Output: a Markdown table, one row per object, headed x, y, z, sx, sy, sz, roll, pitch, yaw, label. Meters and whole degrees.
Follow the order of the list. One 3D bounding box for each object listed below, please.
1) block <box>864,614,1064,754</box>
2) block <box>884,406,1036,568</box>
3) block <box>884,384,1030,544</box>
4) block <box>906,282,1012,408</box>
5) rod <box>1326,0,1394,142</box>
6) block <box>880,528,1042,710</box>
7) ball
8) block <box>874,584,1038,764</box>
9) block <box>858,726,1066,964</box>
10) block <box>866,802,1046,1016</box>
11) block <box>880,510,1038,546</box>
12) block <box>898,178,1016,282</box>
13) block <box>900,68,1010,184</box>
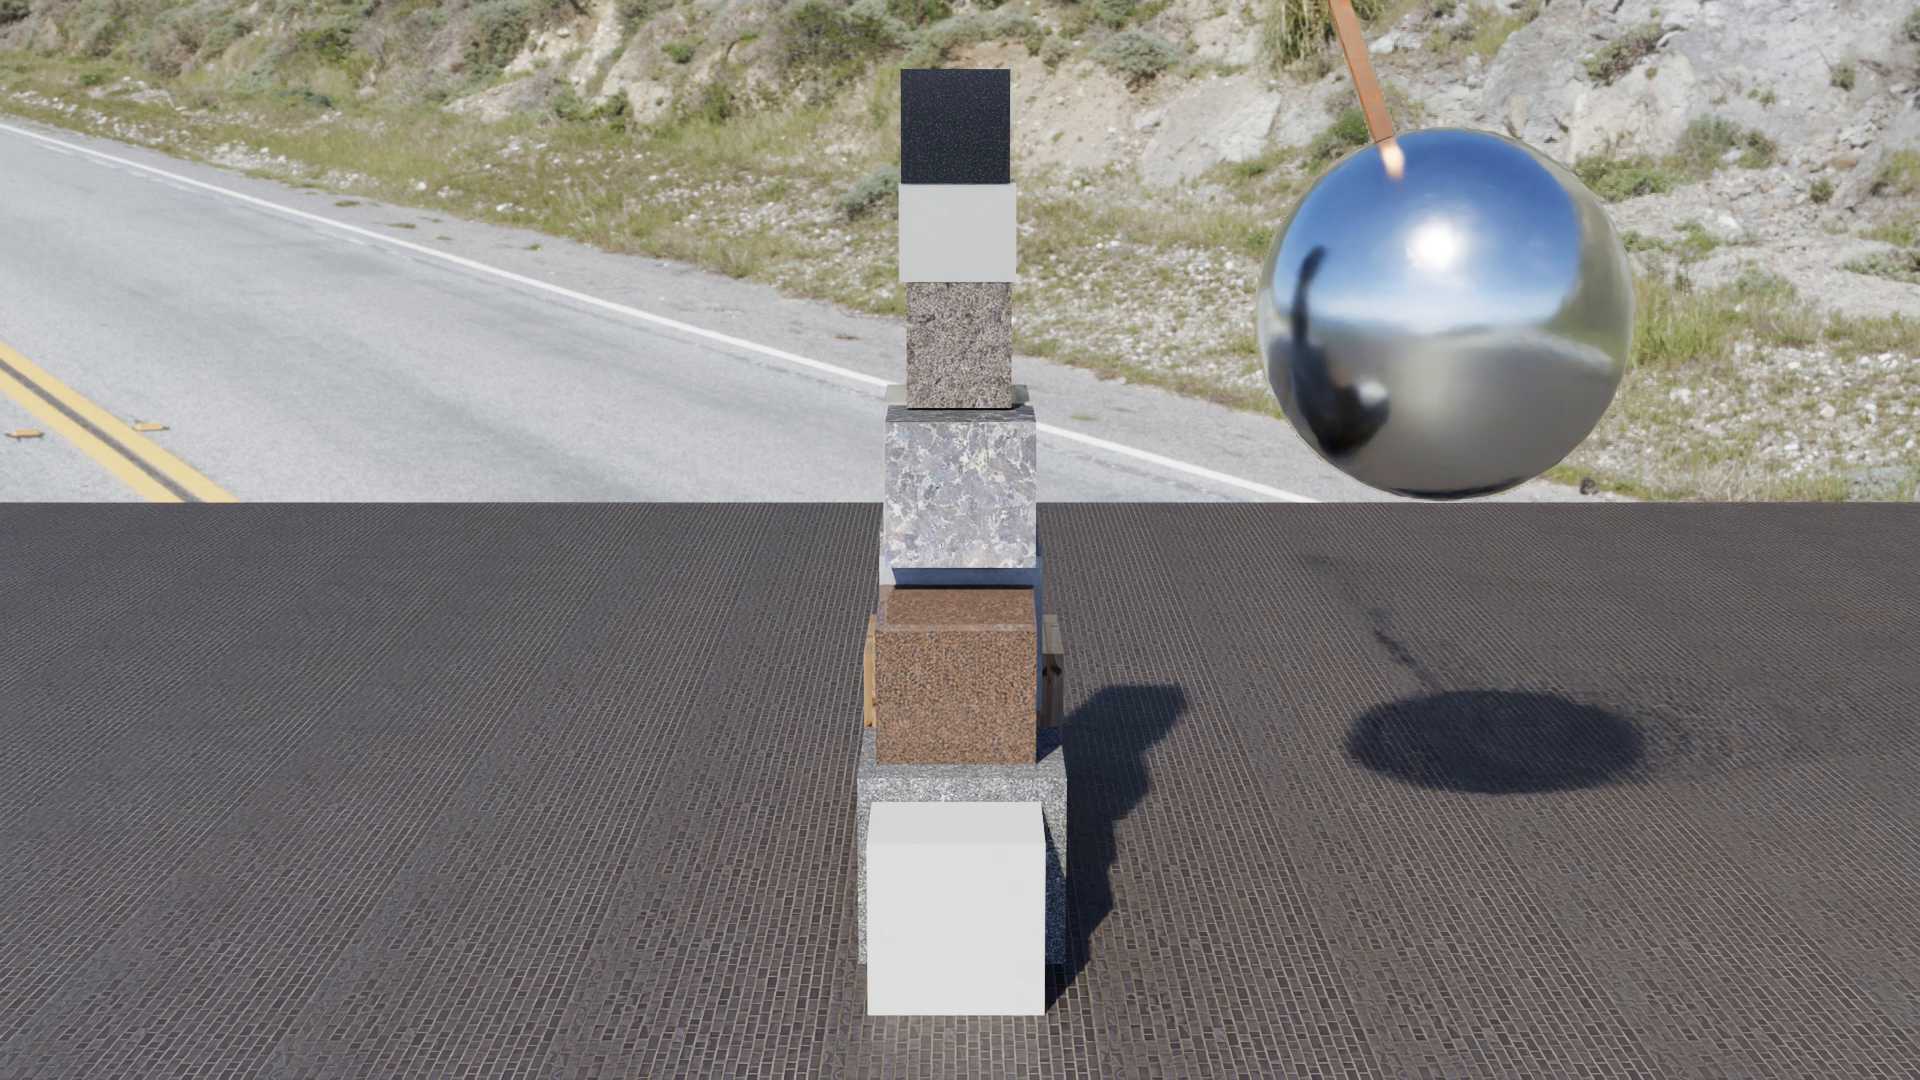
| x | y | z | sx | sy | sz | roll | pitch | yaw | label |
| --- | --- | --- | --- | --- | --- | --- | --- | --- | --- |
| 0.018 | 0.848 | 12.693 | 0.950 | 0.789 | 0.897 | 0 | 10 | 0 | block |
| 0.003 | -0.232 | 10.800 | 0.619 | 0.605 | 0.545 | 0 | 10 | 0 | block |
| -0.014 | -0.347 | 11.399 | 0.633 | 0.615 | 0.656 | 0 | 10 | 0 | block |
| -0.004 | -0.861 | 11.024 | 0.443 | 0.531 | 0.468 | 0 | 10 | 0 | block |
| 0.899 | -4.104 | 10.434 | 0.080 | 5.200 | 0.080 | -20 | 10 | 4 | rod |
| 0.005 | 0.338 | 11.228 | 0.691 | 0.670 | 0.669 | 0 | 10 | 0 | block |
| 2.074 | -0.965 | 11.005 | 1.600 | 1.600 | 1.600 | 0 | 10 | 0 | ball |
| -0.015 | 0.545 | 10.548 | 0.643 | 0.563 | 0.643 | 0 | 16 | 0 | block |
| 0.008 | 1.244 | 10.582 | 0.827 | 0.766 | 0.807 | 0 | 10 | 0 | block |
| -0.015 | 1.414 | 9.908 | 0.668 | 0.673 | 0.560 | 0 | 10 | 0 | block |
| -0.005 | 0.238 | 11.896 | 0.709 | 0.703 | 0.670 | 0 | 11 | 0 | block |
| -0.010 | -1.325 | 10.939 | 0.489 | 0.411 | 0.481 | 0 | 10 | 0 | block |
| -0.019 | -1.756 | 10.861 | 0.453 | 0.467 | 0.500 | 0 | 10 | 0 | block |
